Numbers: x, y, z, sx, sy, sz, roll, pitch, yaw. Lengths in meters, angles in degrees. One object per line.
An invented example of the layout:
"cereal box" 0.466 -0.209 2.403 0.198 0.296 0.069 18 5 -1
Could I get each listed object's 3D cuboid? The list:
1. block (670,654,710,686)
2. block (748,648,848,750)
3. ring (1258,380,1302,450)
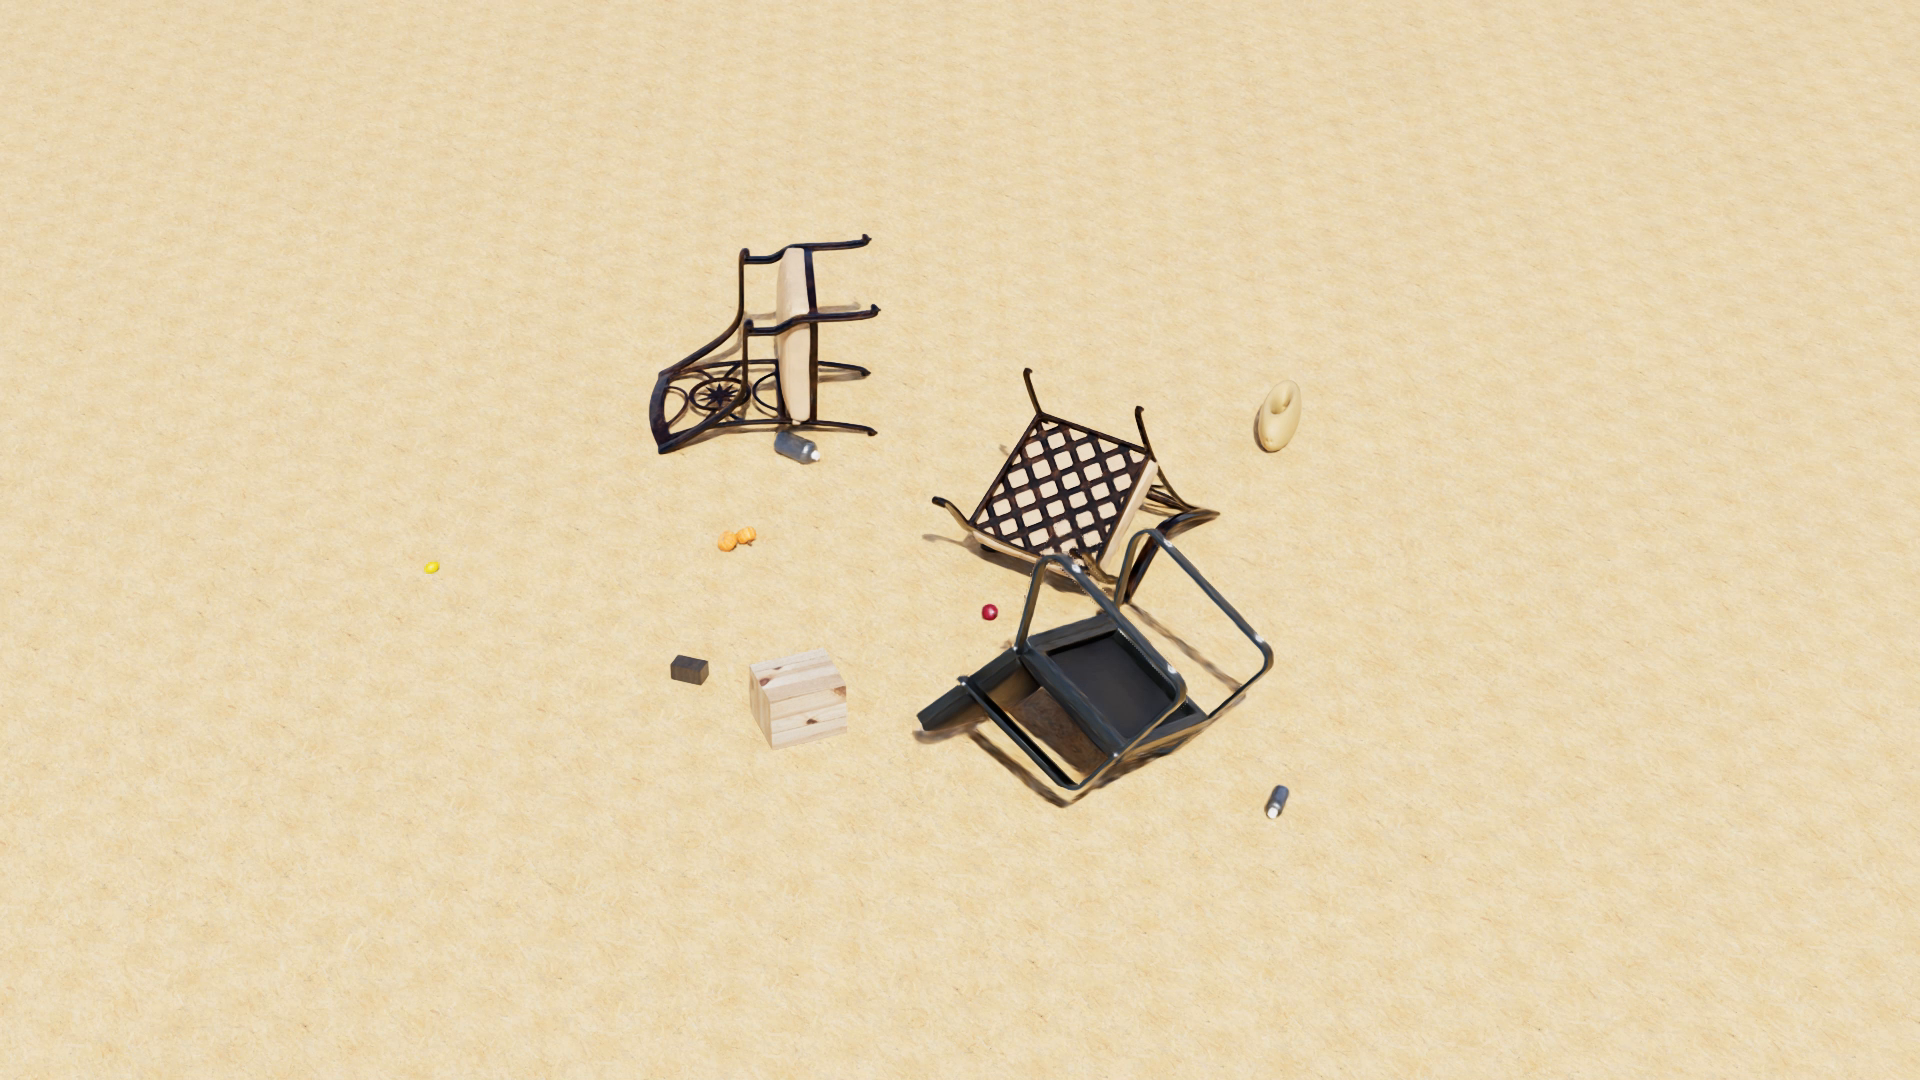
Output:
"block" -0.941 0.452 10.202 0.116 0.061 0.067 11 35 17
"block" -0.548 0.539 9.940 0.269 0.206 0.227 -12 35 -18
"ring" 1.263 -0.492 11.560 0.150 0.147 0.435 7 33 16
